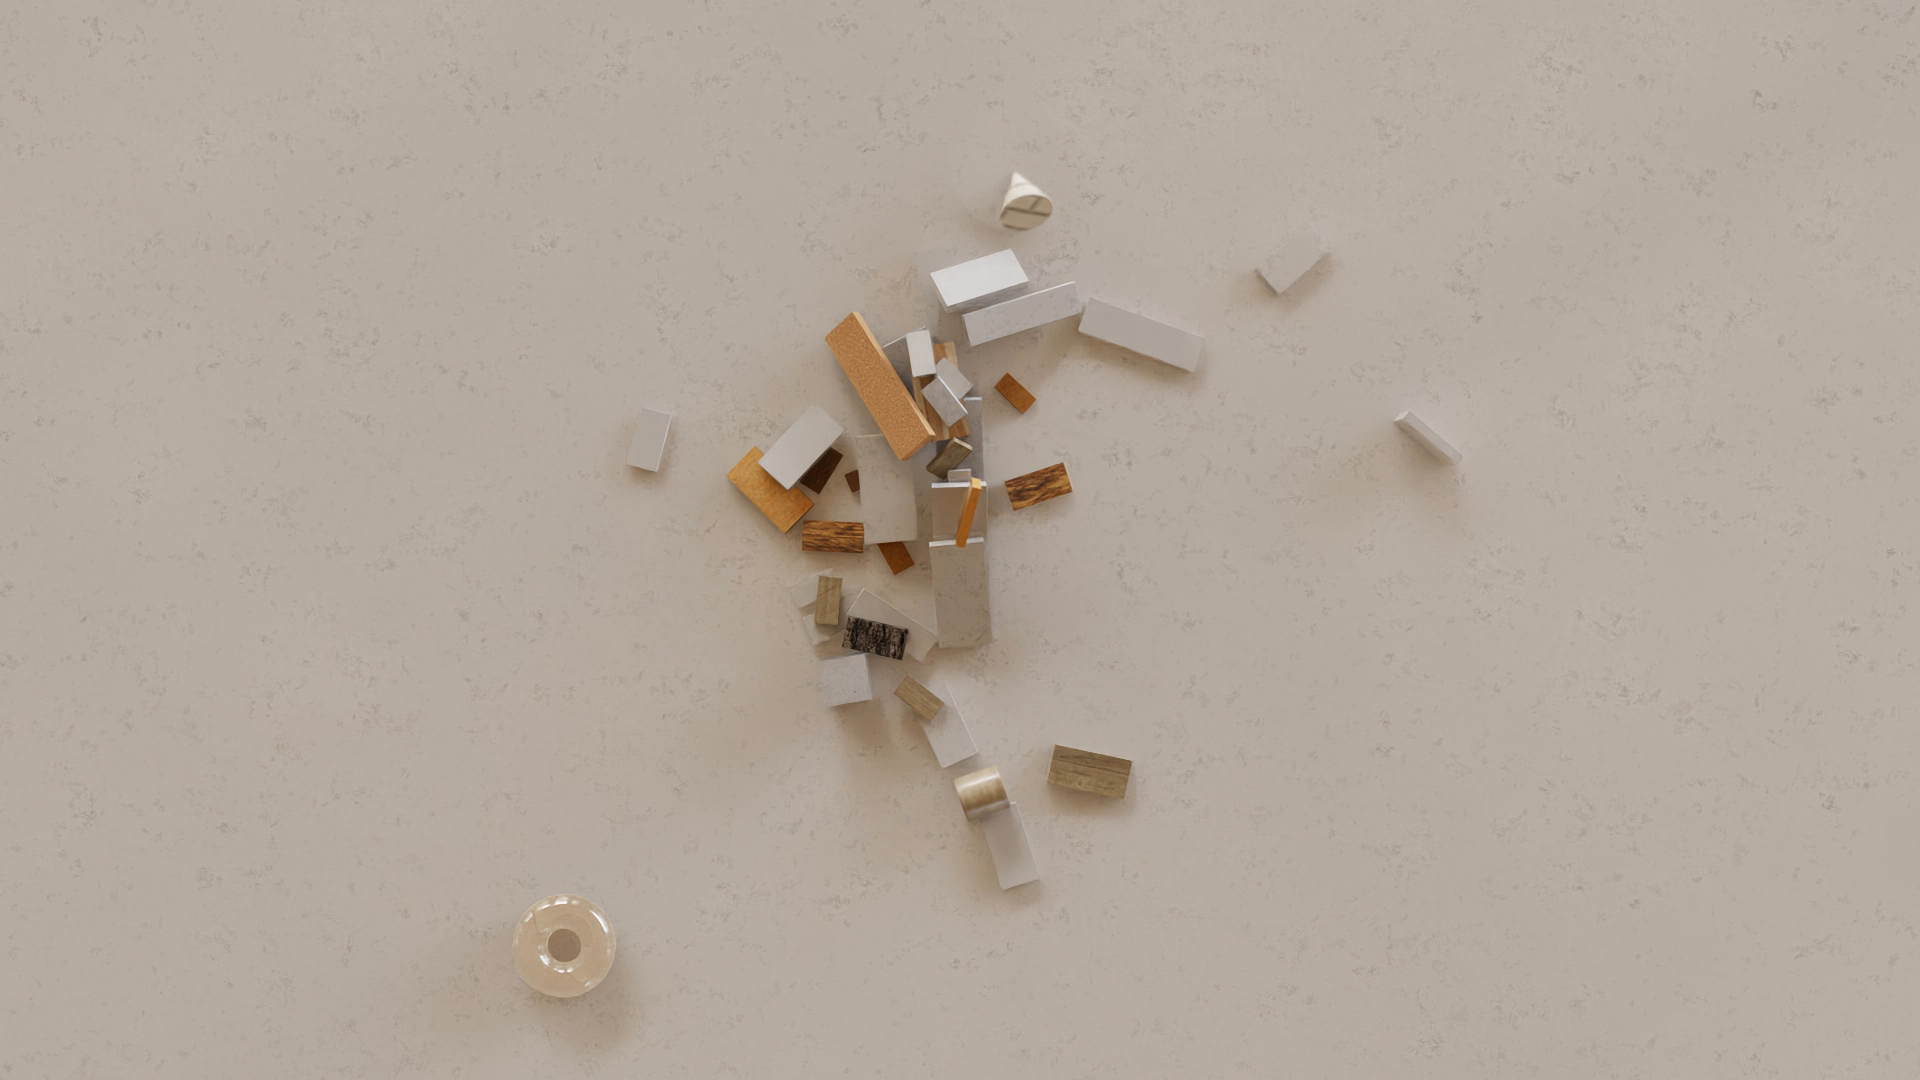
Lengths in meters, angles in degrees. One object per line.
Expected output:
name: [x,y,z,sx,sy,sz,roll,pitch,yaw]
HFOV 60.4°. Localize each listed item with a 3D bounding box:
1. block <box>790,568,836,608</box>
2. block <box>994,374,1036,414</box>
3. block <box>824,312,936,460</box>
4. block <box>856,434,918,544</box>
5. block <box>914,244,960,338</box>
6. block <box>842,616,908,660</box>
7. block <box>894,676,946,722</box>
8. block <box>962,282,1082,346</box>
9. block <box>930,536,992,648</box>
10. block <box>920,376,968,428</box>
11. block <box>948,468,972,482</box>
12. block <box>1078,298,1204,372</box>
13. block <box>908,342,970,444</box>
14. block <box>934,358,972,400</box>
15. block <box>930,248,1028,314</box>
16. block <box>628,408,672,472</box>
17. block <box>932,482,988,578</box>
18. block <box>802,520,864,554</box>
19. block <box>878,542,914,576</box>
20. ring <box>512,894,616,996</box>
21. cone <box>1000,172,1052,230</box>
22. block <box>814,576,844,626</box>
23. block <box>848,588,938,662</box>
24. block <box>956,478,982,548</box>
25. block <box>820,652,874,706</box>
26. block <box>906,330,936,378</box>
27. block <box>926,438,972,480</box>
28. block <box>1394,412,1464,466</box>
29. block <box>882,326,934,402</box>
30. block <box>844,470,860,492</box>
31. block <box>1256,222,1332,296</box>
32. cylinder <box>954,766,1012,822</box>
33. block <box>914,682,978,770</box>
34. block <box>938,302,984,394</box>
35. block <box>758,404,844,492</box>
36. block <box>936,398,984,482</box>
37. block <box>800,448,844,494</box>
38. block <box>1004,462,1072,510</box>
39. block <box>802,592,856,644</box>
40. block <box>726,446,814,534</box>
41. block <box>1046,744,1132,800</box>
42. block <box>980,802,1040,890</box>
block: [-0.483,0.162,5.489,0.154,0.022,0.077,-24,90,0]
block: [0.184,-0.488,5.491,0.131,0.019,0.066,43,90,0]
block: [-0.264,-0.503,5.384,0.137,0.039,0.507,-39,72,24]
block: [-0.240,-0.171,5.432,0.177,0.050,0.354,-5,96,-2]
block: [-0.056,-0.827,5.479,0.145,0.041,0.290,-11,90,0]
block: [-0.279,0.323,5.438,0.203,0.029,0.102,13,99,-4]
block: [-0.135,0.523,5.452,0.156,0.022,0.078,37,90,0]
block: [0.204,-0.745,5.425,0.400,0.029,0.103,-19,109,-13]
block: [0.004,0.174,5.423,0.177,0.050,0.354,-5,107,0]
block: [-0.051,-0.445,5.315,0.075,0.021,0.149,-38,91,14]
block: [0.001,-0.156,5.410,0.075,0.021,0.150,-3,107,0]
block: [0.602,-0.681,5.483,0.405,0.033,0.117,20,90,0]
block: [-0.069,-0.478,5.358,0.154,0.044,0.309,-10,90,1]
block: [-0.028,-0.521,5.326,0.131,0.019,0.066,44,91,1]
block: [0.063,-0.851,5.416,0.290,0.041,0.145,-19,63,-14]
block: [-1.032,-0.333,5.486,0.097,0.028,0.194,15,90,0]
block: [0.002,-0.013,5.419,0.177,0.050,0.354,-2,109,0]
block: [-0.421,-0.011,5.486,0.203,0.029,0.102,3,90,0]
block: [-0.221,0.032,5.489,0.077,0.022,0.154,-29,90,0]
ring: [-1.306,1.339,5.445,0.339,0.113,0.339,0,89,-1]
cone: [0.197,-1.152,5.460,0.178,0.178,0.178,-14,63,0]
block: [-0.435,0.200,5.462,0.078,0.022,0.156,6,87,2]
block: [-0.223,0.283,5.468,0.295,0.029,0.102,33,90,-7]
block: [0.027,-0.087,5.313,0.029,0.103,0.206,14,108,-5]
block: [-0.371,0.456,5.426,0.149,0.149,0.149,-10,90,0]
block: [-0.125,-0.599,5.319,0.075,0.021,0.149,-10,75,1]
block: [-0.036,-0.266,5.380,0.075,0.021,0.149,26,124,-30]
block: [1.546,-0.334,5.442,0.233,0.117,0.033,40,90,0]
block: [-0.116,-0.531,5.429,0.154,0.044,0.309,-25,103,7]
block: [-0.311,-0.212,5.491,0.131,0.019,0.066,-23,90,0]
block: [1.107,-0.934,5.483,0.233,0.033,0.117,-42,90,0]
cylinder: [0.074,0.833,5.426,0.148,0.148,0.148,-19,90,0]
block: [-0.055,0.614,5.482,0.131,0.037,0.261,-25,90,0]
block: [-0.003,-0.636,5.446,0.145,0.041,0.290,3,103,0]
block: [-0.524,-0.306,5.452,0.137,0.039,0.275,42,81,5]
block: [-0.001,-0.311,5.438,0.154,0.044,0.309,-2,104,1]
block: [-0.460,-0.237,5.489,0.077,0.022,0.154,32,90,0]
block: [0.260,-0.177,5.485,0.206,0.029,0.103,-18,90,0]
block: [-0.420,0.261,5.486,0.194,0.028,0.097,-28,90,0]
block: [-0.630,-0.166,5.481,0.275,0.039,0.137,45,90,0]
block: [0.429,0.768,5.482,0.261,0.037,0.131,12,90,0]
block: [0.162,1.015,5.482,0.131,0.037,0.261,-18,90,0]
